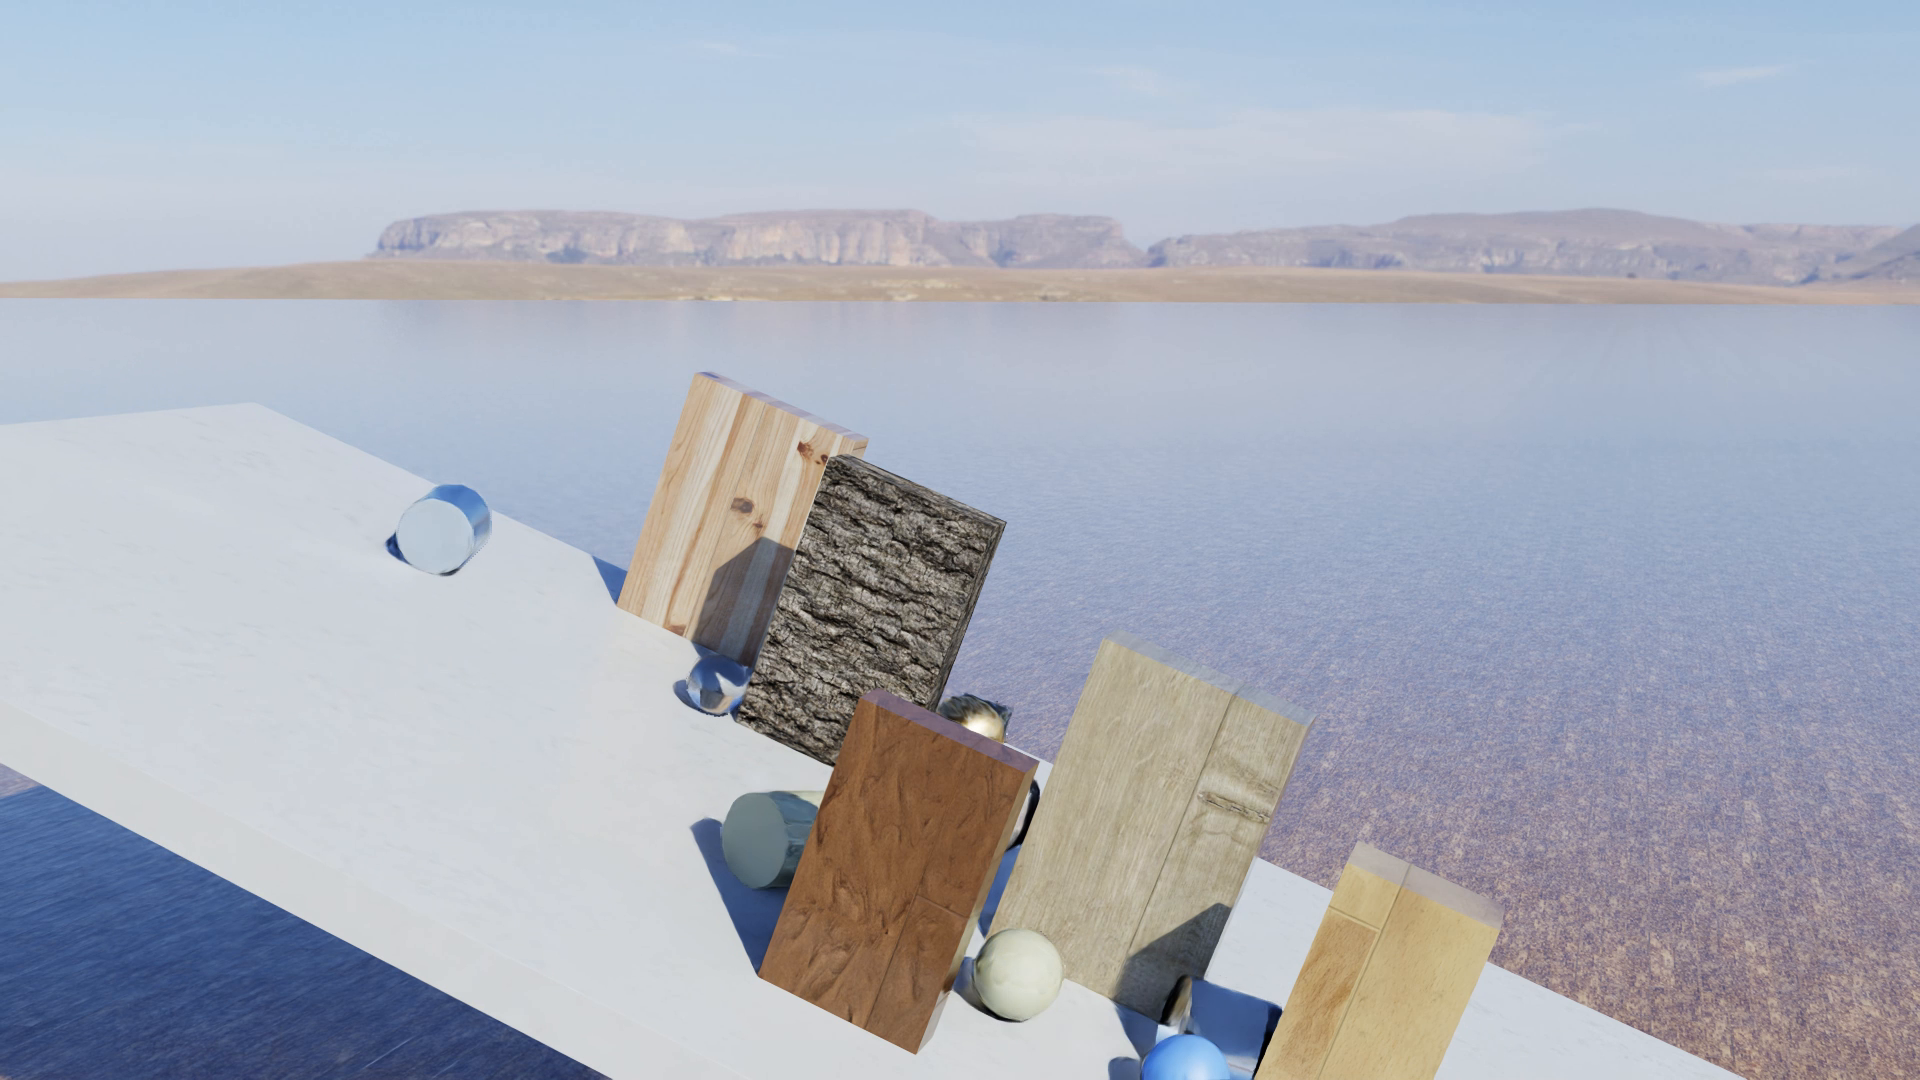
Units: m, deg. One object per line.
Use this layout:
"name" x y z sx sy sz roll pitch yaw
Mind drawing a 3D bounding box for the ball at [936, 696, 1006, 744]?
"ball" 0.008 0.425 4.740 0.179 0.179 0.179 0 7 0

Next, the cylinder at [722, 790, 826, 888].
"cylinder" -0.301 0.524 3.865 0.166 0.166 0.166 6 1 42

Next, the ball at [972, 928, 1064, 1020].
"ball" 0.097 0.724 3.671 0.152 0.152 0.152 0 7 0

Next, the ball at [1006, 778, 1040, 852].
"ball" 0.056 0.478 3.997 0.185 0.185 0.185 0 7 0

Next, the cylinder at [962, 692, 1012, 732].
"cylinder" 0.043 0.418 4.966 0.117 0.117 0.117 21 8 1

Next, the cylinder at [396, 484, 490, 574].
"cylinder" -1.141 -0.026 4.866 0.167 0.167 0.167 0 13 1

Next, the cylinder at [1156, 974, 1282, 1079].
"cylinder" 0.435 0.836 3.701 0.165 0.165 0.165 19 5 -7

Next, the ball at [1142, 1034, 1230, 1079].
"ball" 0.362 0.863 3.521 0.143 0.143 0.143 0 7 0

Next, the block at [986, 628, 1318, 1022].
"block" 0.335 0.513 3.906 0.384 0.600 0.115 23 13 13

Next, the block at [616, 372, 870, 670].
"block" -0.496 -0.037 4.986 0.408 0.576 0.093 23 13 13

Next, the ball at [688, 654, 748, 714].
"ball" -0.506 0.300 4.583 0.125 0.125 0.125 0 7 0

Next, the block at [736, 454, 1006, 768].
"block" -0.187 0.172 4.532 0.371 0.599 0.103 23 13 13

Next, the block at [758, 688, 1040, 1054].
"block" -0.099 0.518 3.447 0.284 0.493 0.085 23 13 13

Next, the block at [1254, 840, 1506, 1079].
"block" 0.635 0.772 3.462 0.247 0.521 0.137 23 13 13

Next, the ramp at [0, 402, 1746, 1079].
"ramp" -0.322 0.581 4.204 4.000 0.100 2.000 23 13 13
